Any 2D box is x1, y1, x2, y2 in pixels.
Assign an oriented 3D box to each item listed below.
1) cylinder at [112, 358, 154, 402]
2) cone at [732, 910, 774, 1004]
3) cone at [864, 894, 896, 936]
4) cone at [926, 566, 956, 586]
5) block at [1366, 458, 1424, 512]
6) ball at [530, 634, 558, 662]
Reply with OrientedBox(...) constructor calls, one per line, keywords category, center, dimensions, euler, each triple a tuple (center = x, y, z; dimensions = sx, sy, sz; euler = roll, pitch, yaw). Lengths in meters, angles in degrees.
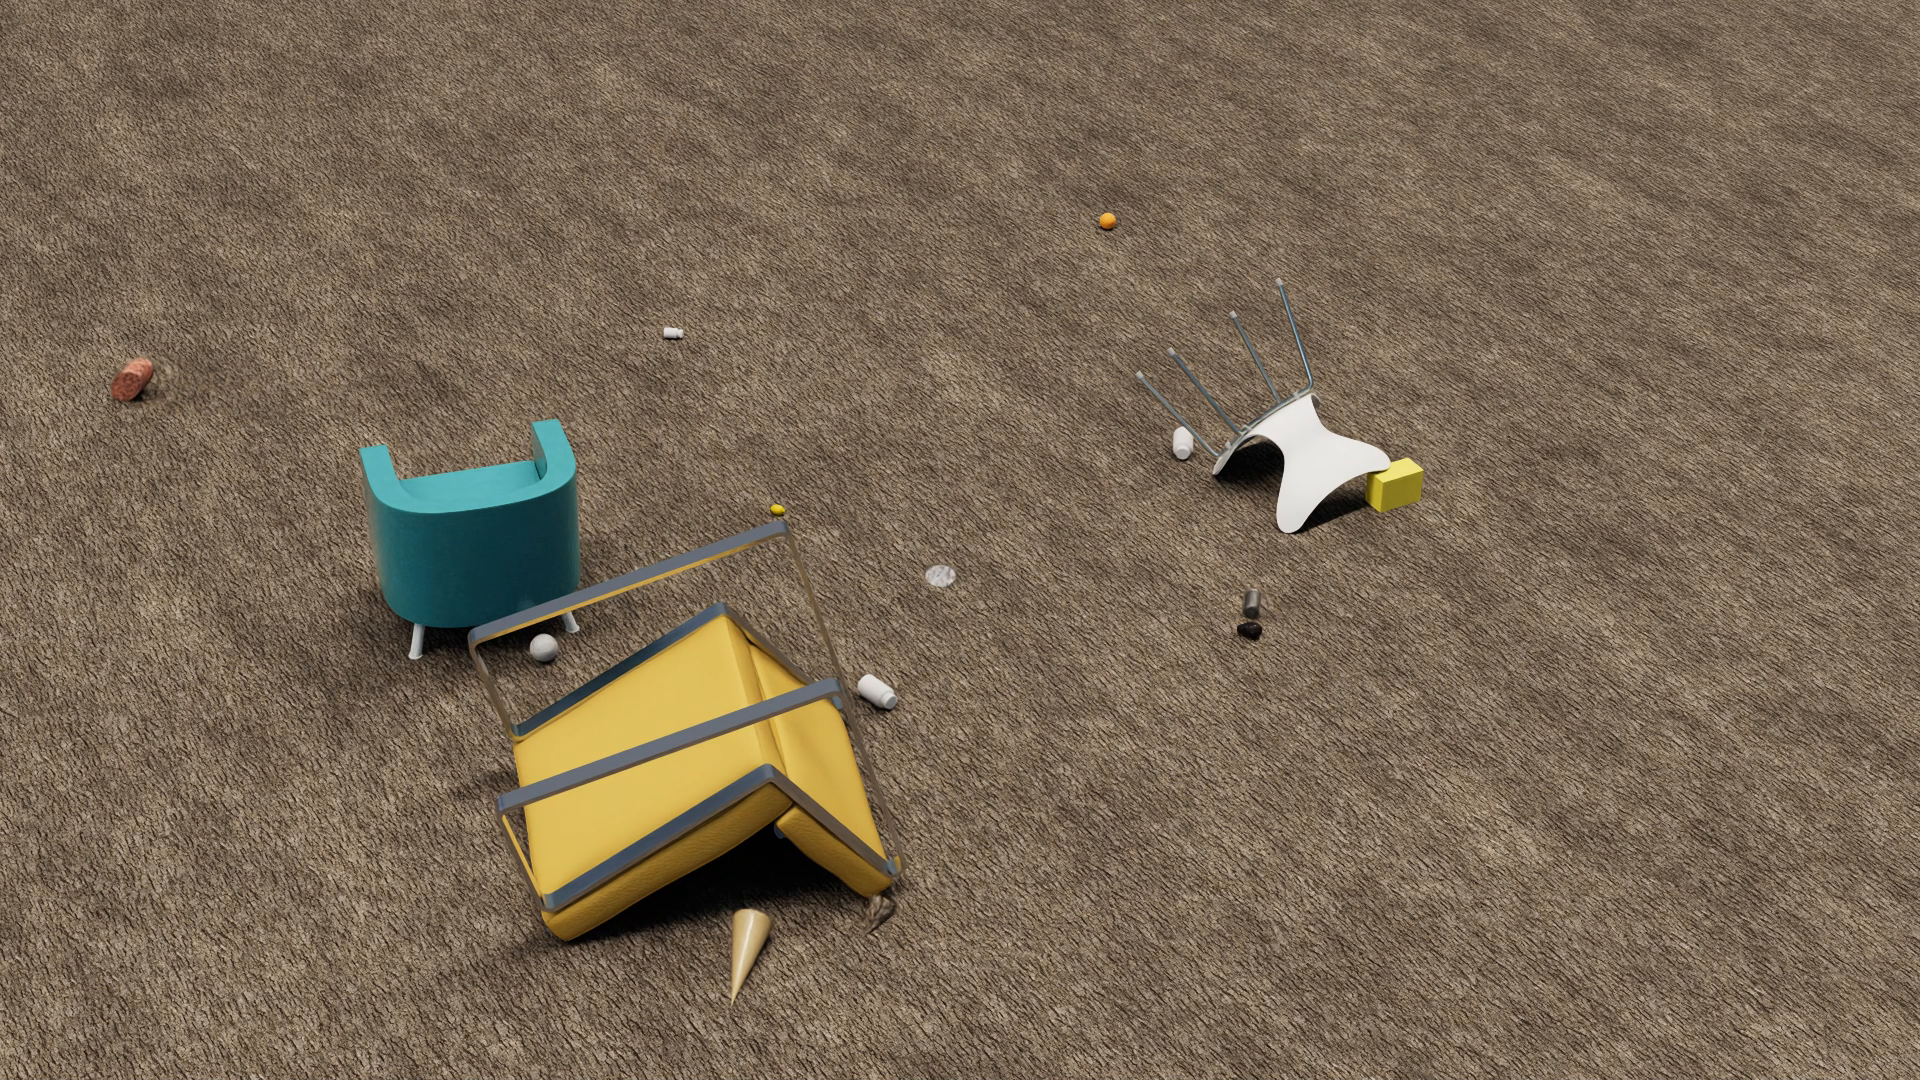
OrientedBox(category="cylinder", center=(-3.328, -0.645, 11.794), dimensions=(0.104, 0.167, 0.117), euler=(41, 34, -12))
OrientedBox(category="cone", center=(-0.663, 1.290, 8.932), dimensions=(0.128, 0.122, 0.325), euler=(14, 45, -2))
OrientedBox(category="cone", center=(-0.271, 1.183, 9.116), dimensions=(0.092, 0.074, 0.142), euler=(28, 54, 4))
OrientedBox(category="cone", center=(-0.066, 0.133, 10.713), dimensions=(0.111, 0.078, 0.054), euler=(0, -3, 11))
OrientedBox(category="block", center=(1.649, -0.208, 11.137), dimensions=(0.186, 0.135, 0.101), euler=(-16, 37, -23))
OrientedBox(category="ball", center=(-1.460, 0.378, 10.281), dimensions=(0.099, 0.099, 0.099), euler=(0, 33, 0))
